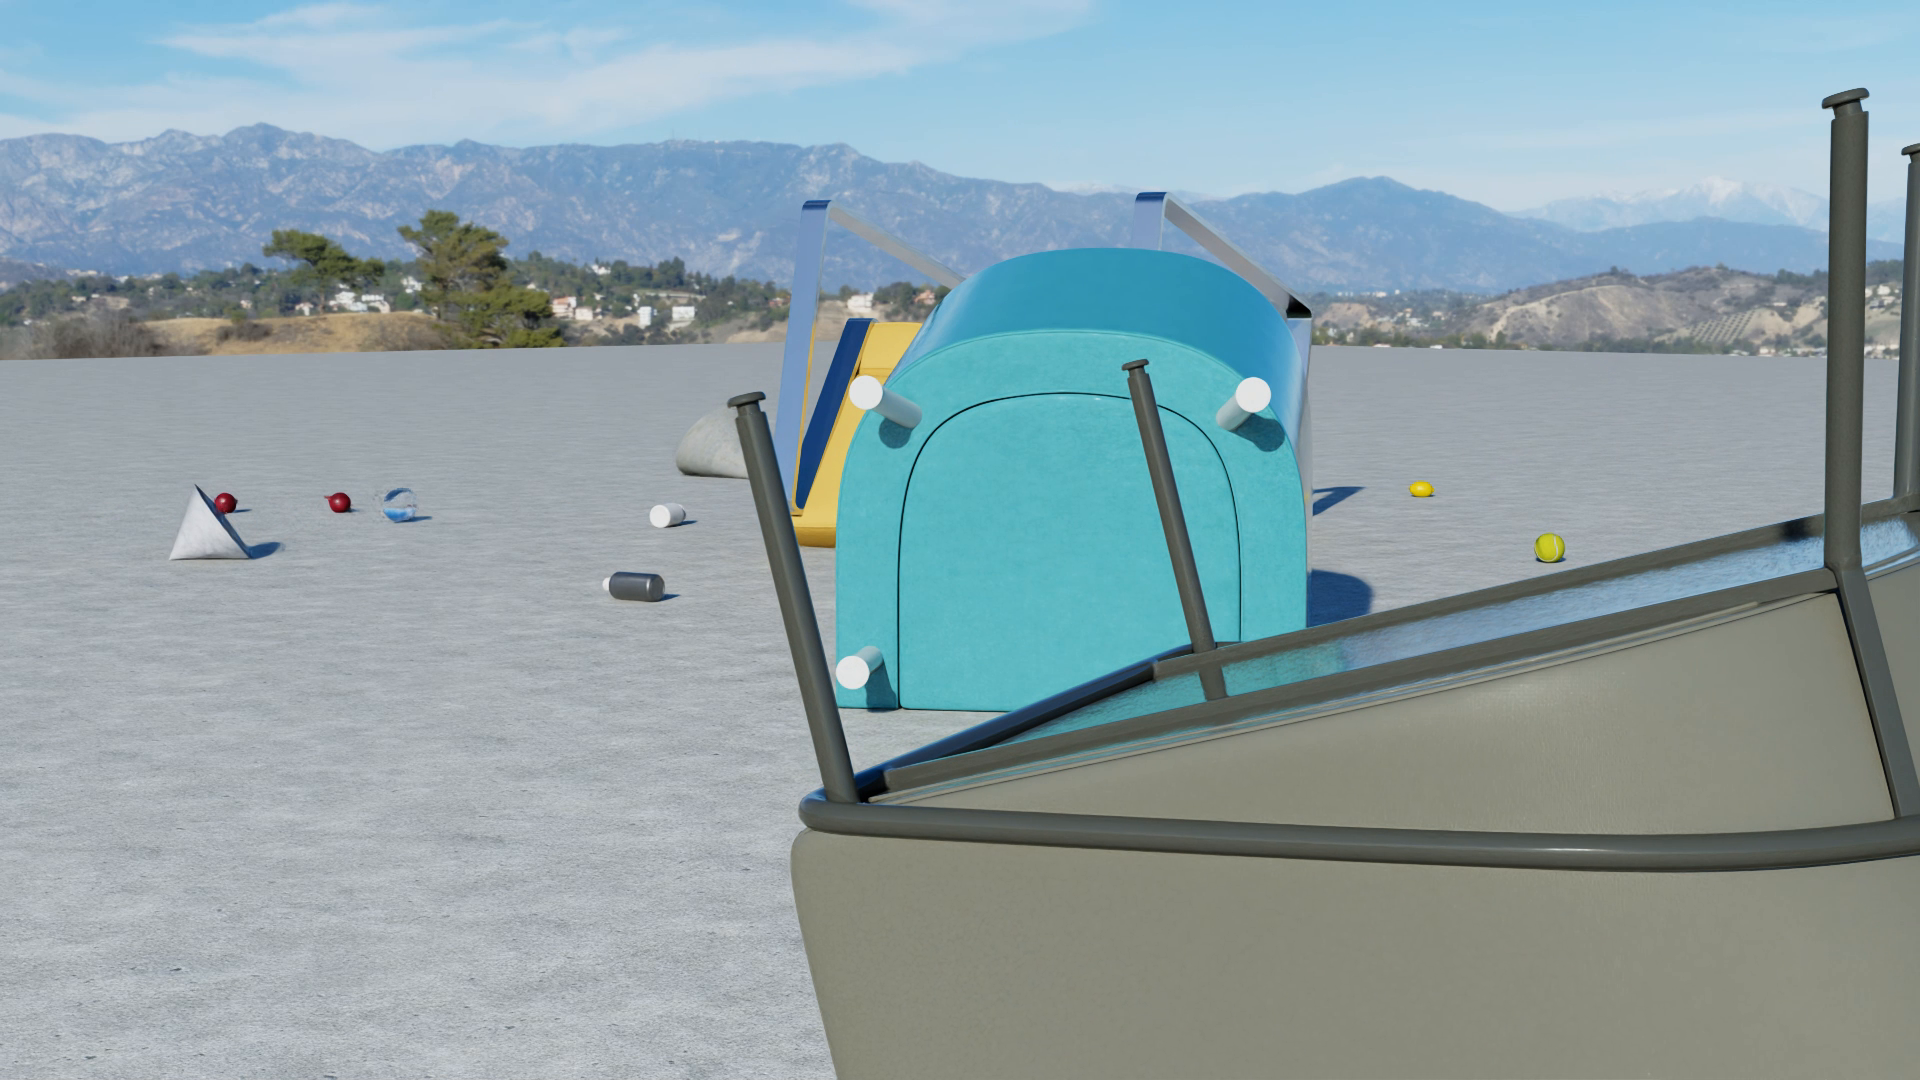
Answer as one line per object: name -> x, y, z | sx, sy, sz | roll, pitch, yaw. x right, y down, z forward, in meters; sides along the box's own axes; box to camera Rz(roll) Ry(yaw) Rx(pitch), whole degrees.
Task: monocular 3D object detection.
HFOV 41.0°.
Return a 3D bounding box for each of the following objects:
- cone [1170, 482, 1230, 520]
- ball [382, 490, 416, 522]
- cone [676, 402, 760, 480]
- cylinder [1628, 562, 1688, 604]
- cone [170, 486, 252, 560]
cone -> 0.624, -0.084, 6.976 | 0.208, 0.115, 0.111 | -7, -19, -34
ball -> -1.501, -0.092, 6.868 | 0.089, 0.089, 0.089 | 0, 6, 0
cone -> -0.729, -0.265, 8.381 | 0.317, 0.228, 0.269 | -40, 51, -11
cylinder -> 1.413, 0.087, 5.191 | 0.100, 0.064, 0.112 | -34, -12, 29
cone -> -1.777, 0.002, 5.969 | 0.152, 0.213, 0.247 | -37, 10, -9
